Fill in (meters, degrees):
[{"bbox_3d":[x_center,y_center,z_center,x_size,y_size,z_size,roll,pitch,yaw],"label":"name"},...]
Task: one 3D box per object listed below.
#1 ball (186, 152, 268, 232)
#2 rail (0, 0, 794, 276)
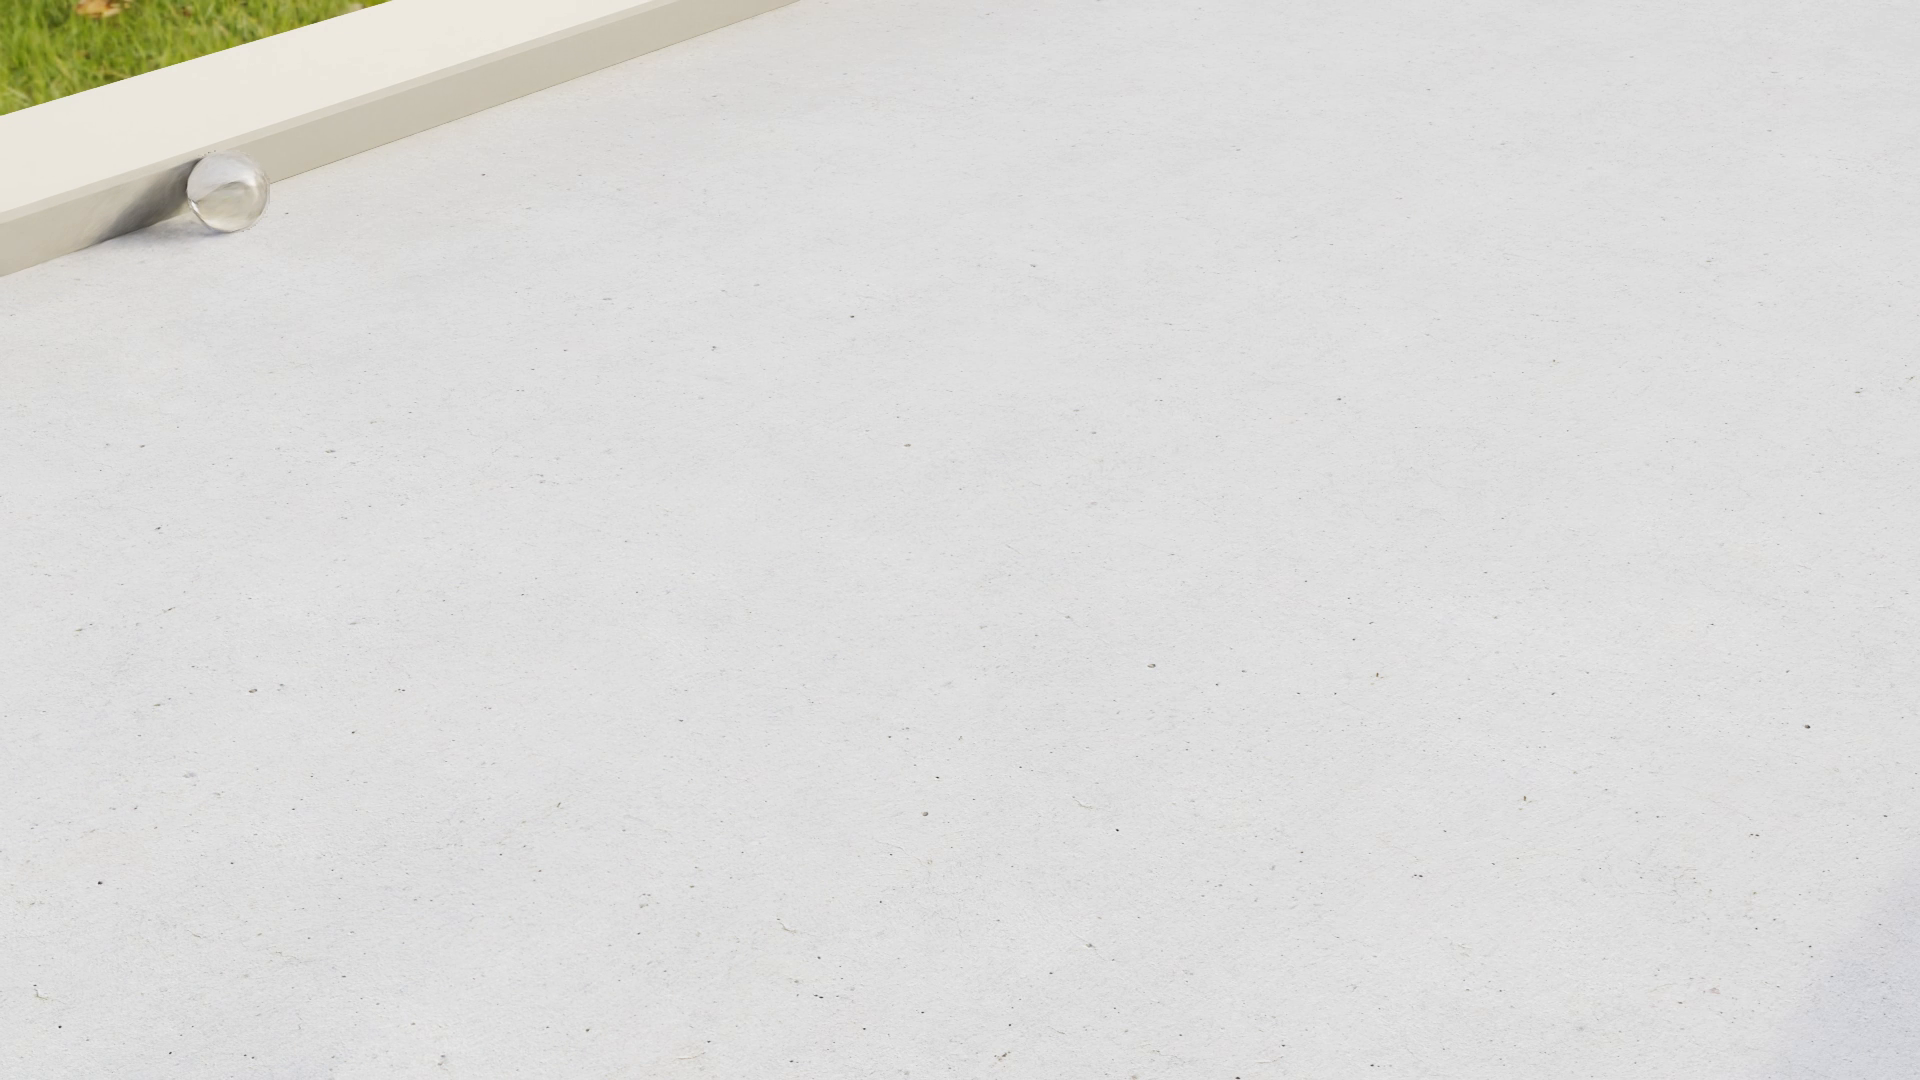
[{"bbox_3d":[-0.626,-0.298,2.512,0.068,0.068,0.068,0,25,0],"label":"ball"},{"bbox_3d":[-0.317,-0.552,2.991,0.045,0.129,3.505,16,29,30],"label":"rail"}]
